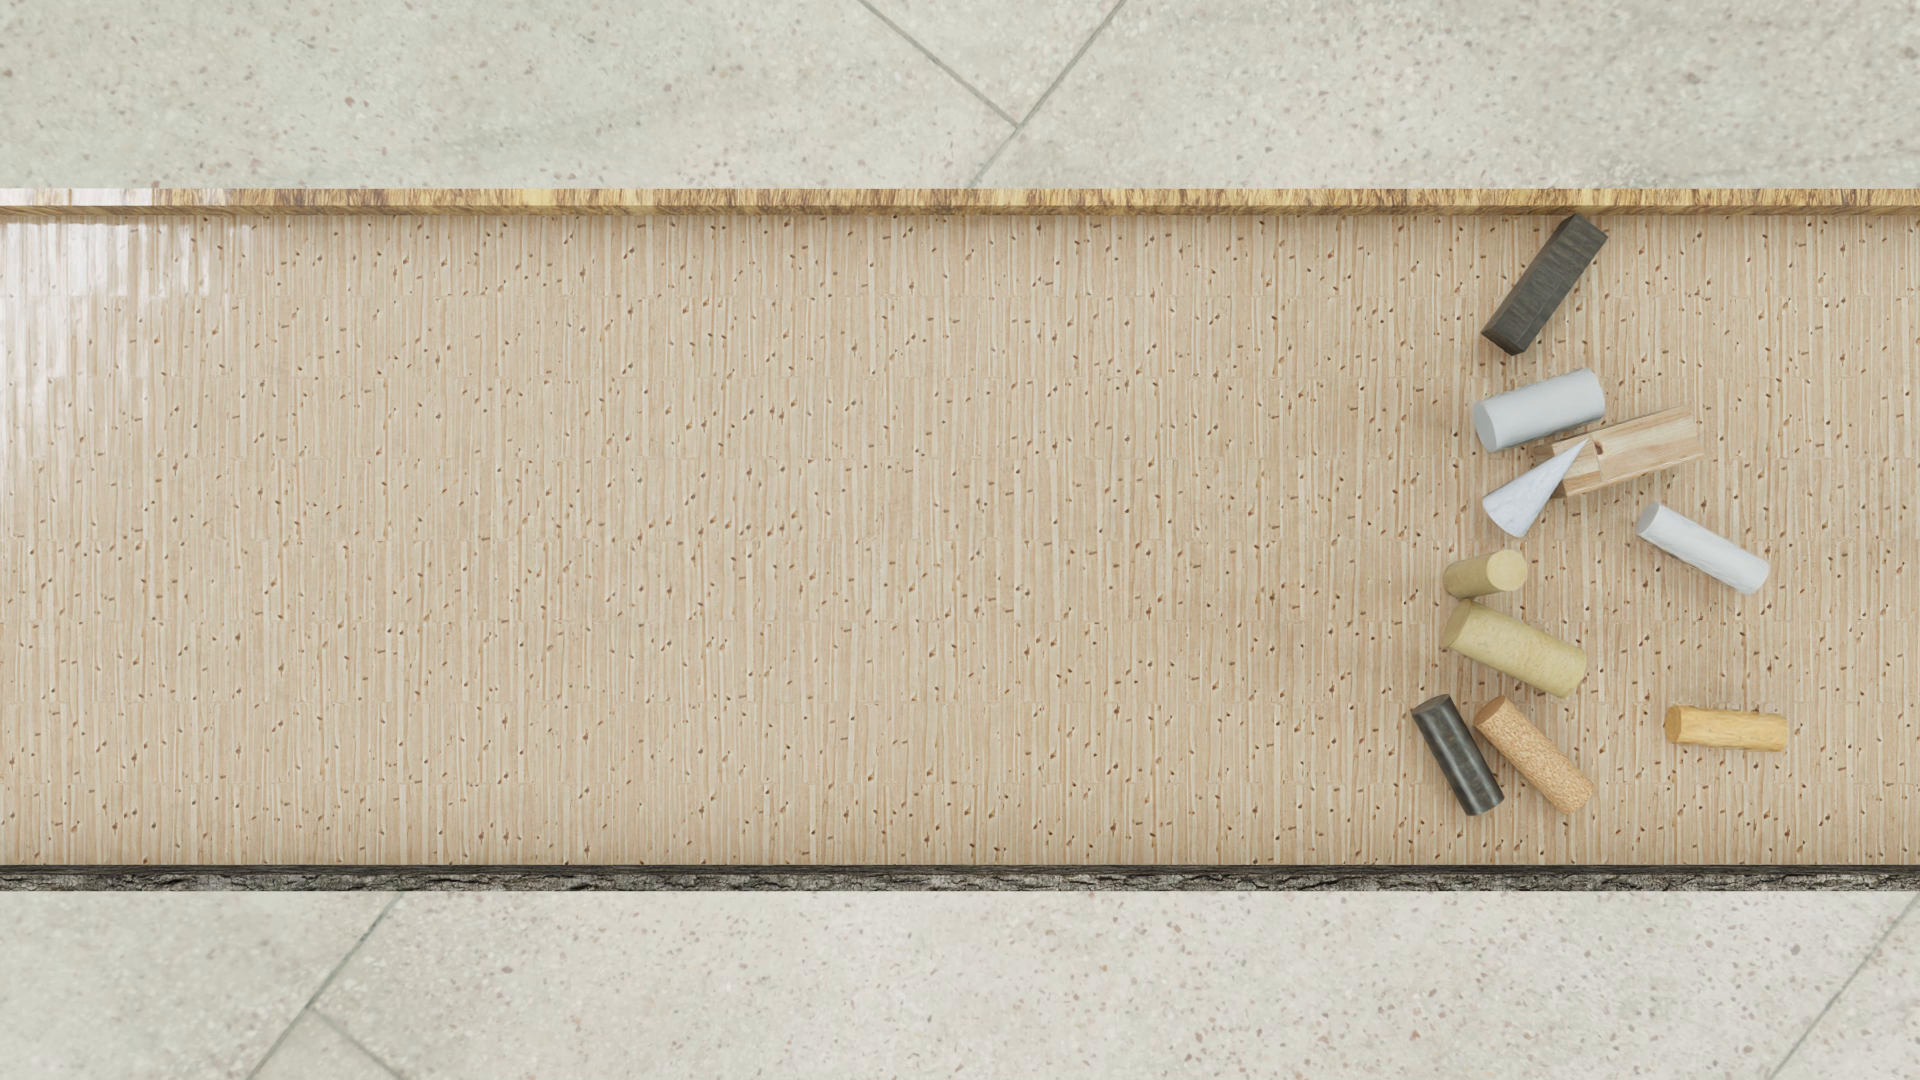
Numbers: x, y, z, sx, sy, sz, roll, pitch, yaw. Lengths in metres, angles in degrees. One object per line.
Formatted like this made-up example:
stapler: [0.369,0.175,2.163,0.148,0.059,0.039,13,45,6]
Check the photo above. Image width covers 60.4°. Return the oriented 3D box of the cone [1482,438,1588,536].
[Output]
cone: [1.742,-0.186,4.907,0.167,0.167,0.353,39,125,0]

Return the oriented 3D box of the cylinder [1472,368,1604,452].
cylinder: [1.751,-0.394,4.995,0.341,0.162,0.162,-17,90,0]

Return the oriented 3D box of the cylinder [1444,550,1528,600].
cylinder: [1.548,0.105,4.876,0.118,0.391,0.118,0,85,-1]

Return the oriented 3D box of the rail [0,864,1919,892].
rail: [-2.247,1.025,5.001,12.000,0.150,0.050,0,90,0]

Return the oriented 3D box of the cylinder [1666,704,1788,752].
cylinder: [2.333,0.572,5.020,0.322,0.113,0.113,5,90,0]

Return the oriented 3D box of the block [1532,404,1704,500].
block: [1.989,-0.265,4.993,0.424,0.166,0.166,-16,90,0]

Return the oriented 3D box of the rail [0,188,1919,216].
rail: [-2.247,-1.025,5.002,12.000,0.150,0.050,0,90,0]

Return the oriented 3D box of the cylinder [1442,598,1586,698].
cylinder: [1.678,0.328,4.995,0.385,0.163,0.163,24,90,0]

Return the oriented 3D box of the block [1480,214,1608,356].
block: [1.775,-0.774,5.016,0.121,0.121,0.428,36,90,0]

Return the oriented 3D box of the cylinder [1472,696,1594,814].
cylinder: [1.743,0.652,5.012,0.381,0.130,0.130,45,90,0]

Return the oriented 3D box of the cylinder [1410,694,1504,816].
cylinder: [1.512,0.652,5.013,0.128,0.128,0.350,-29,90,0]

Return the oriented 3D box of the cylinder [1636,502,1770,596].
cylinder: [2.257,0.026,5.019,0.381,0.114,0.114,29,90,0]
